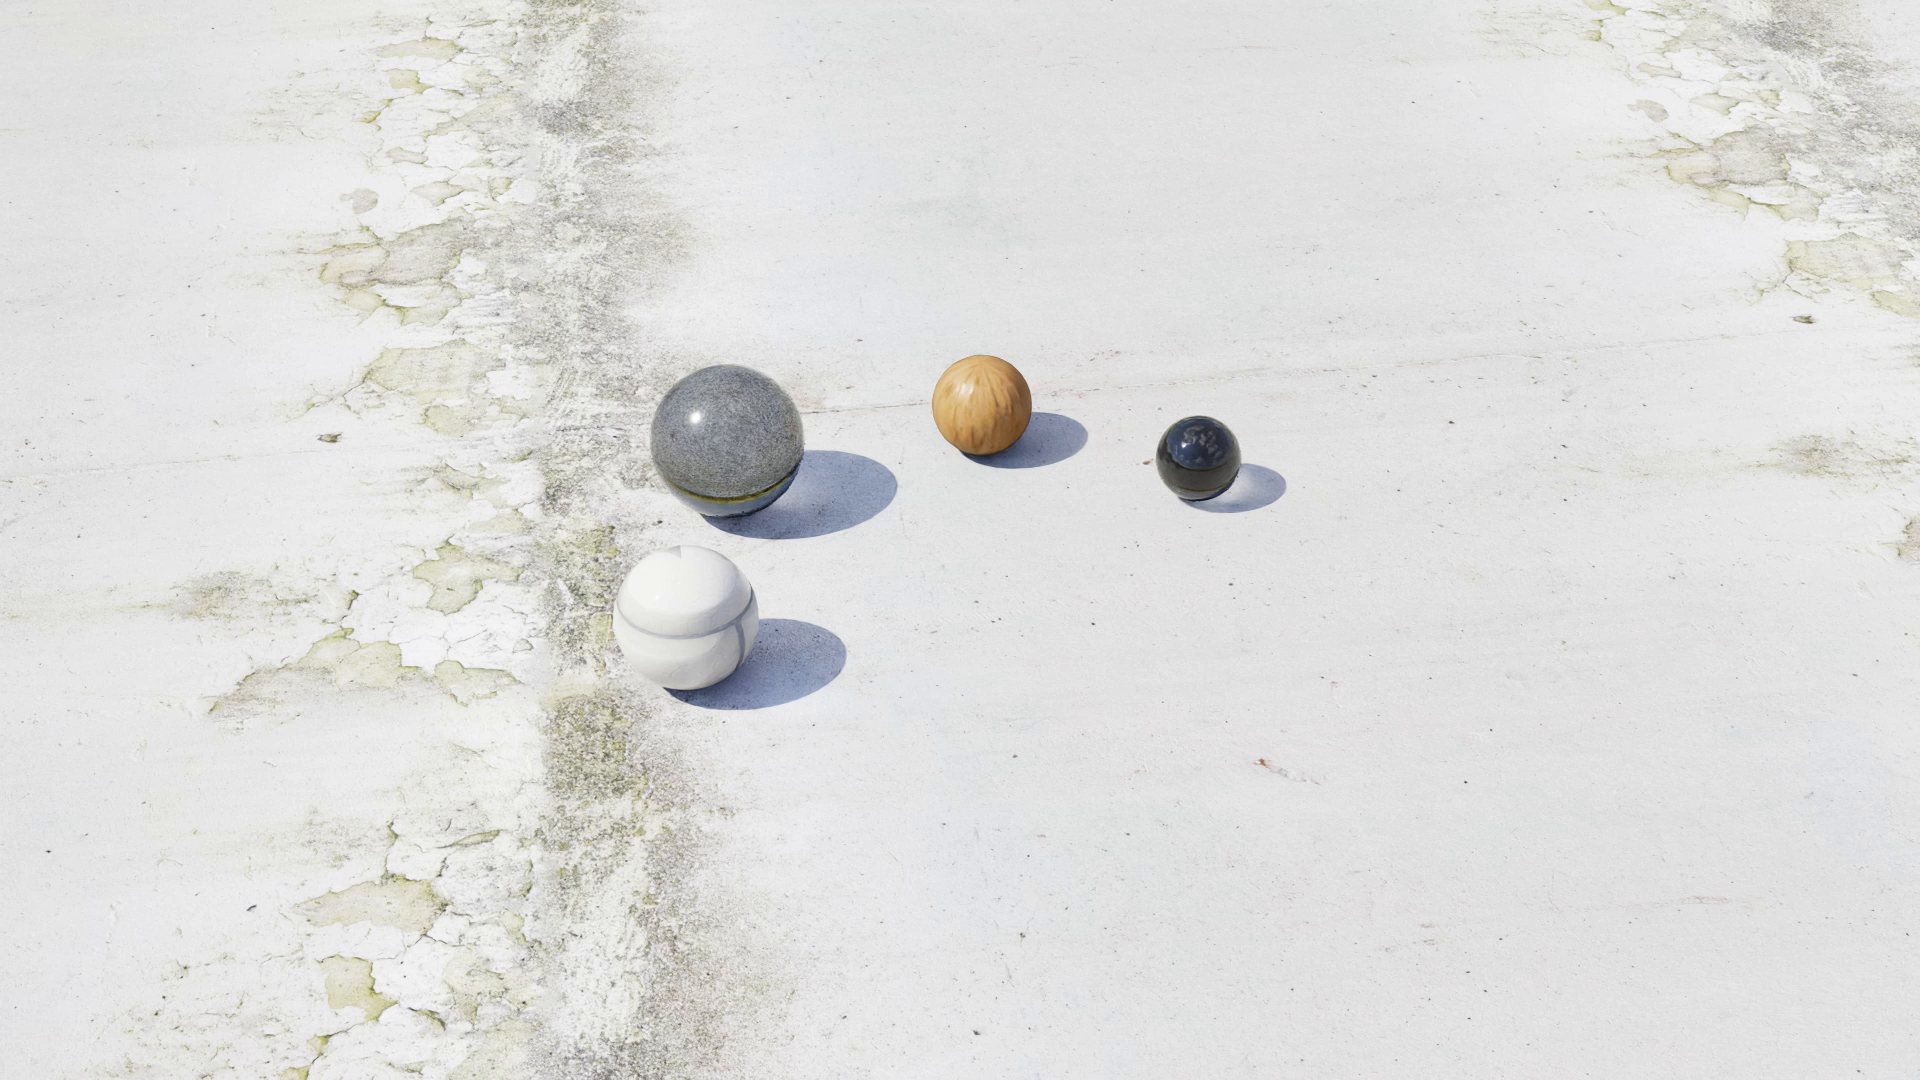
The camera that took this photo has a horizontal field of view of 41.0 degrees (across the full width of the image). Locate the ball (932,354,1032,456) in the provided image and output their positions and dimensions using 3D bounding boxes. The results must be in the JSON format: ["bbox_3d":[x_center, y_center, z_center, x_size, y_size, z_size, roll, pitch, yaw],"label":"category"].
[{"bbox_3d":[0.014,-0.086,1.630,0.064,0.064,0.064,0,37,0],"label":"ball"}]

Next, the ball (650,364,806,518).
[{"bbox_3d":[-0.142,-0.061,1.570,0.095,0.095,0.095,0,37,0],"label":"ball"}]

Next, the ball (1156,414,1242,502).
[{"bbox_3d":[0.148,-0.051,1.591,0.053,0.053,0.053,0,37,0],"label":"ball"}]

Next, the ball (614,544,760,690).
[{"bbox_3d":[-0.154,0.044,1.441,0.082,0.082,0.082,0,37,0],"label":"ball"}]
